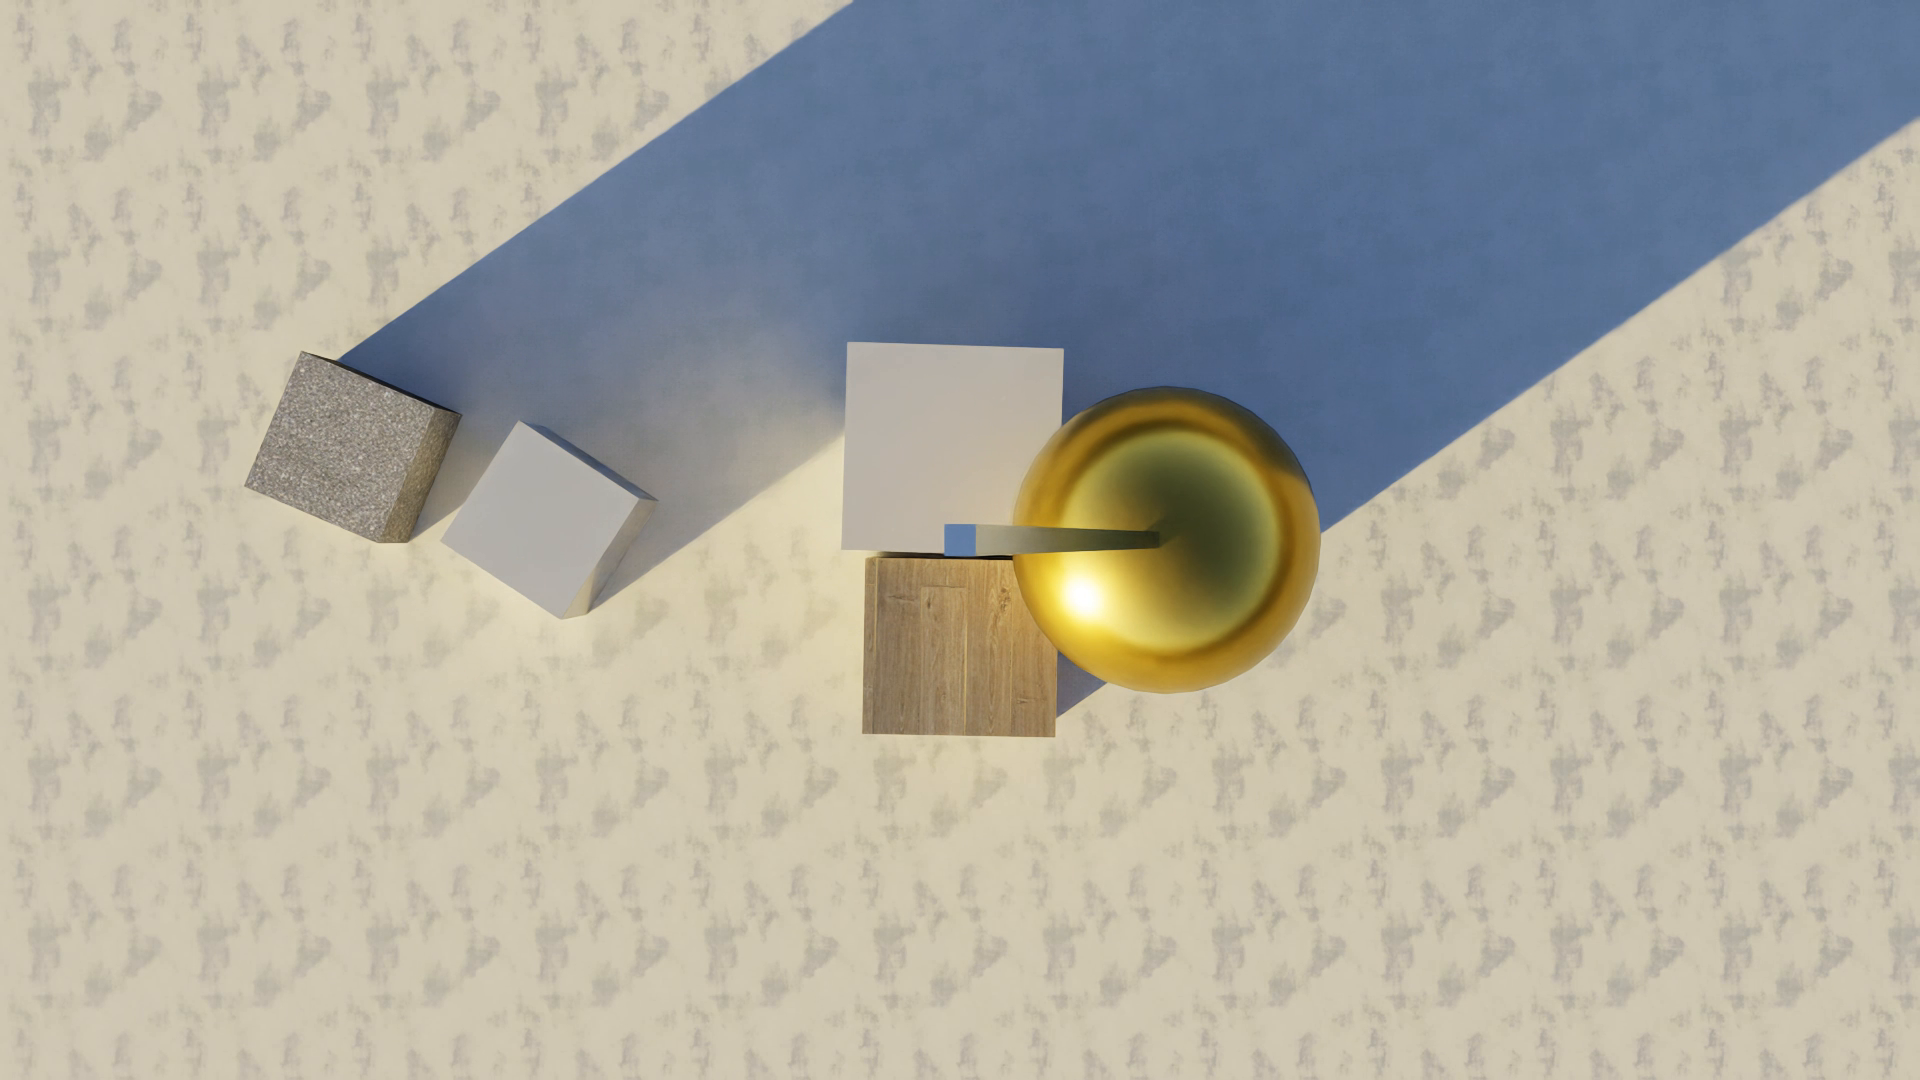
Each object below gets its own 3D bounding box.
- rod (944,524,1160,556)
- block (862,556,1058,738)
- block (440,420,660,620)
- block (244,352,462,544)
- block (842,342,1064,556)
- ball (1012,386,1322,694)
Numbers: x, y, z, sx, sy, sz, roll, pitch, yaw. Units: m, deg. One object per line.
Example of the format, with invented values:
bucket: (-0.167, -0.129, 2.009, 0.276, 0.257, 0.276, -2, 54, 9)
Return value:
rod: (0.461, 0.000, 8.059, 0.080, 5.200, 0.080, 0, 90, 10)
block: (0.002, 0.592, 12.542, 1.064, 0.916, 0.969, 1, 90, 0)
block: (-2.326, -0.111, 12.582, 0.799, 0.835, 0.801, 33, 90, 0)
block: (-3.479, -0.521, 12.665, 0.818, 0.670, 0.826, 23, 90, 0)
block: (-0.041, -0.496, 12.503, 1.181, 0.994, 1.136, 2, 90, 0)
ball: (1.063, 0.000, 11.406, 1.600, 1.600, 1.600, 0, 90, 0)
